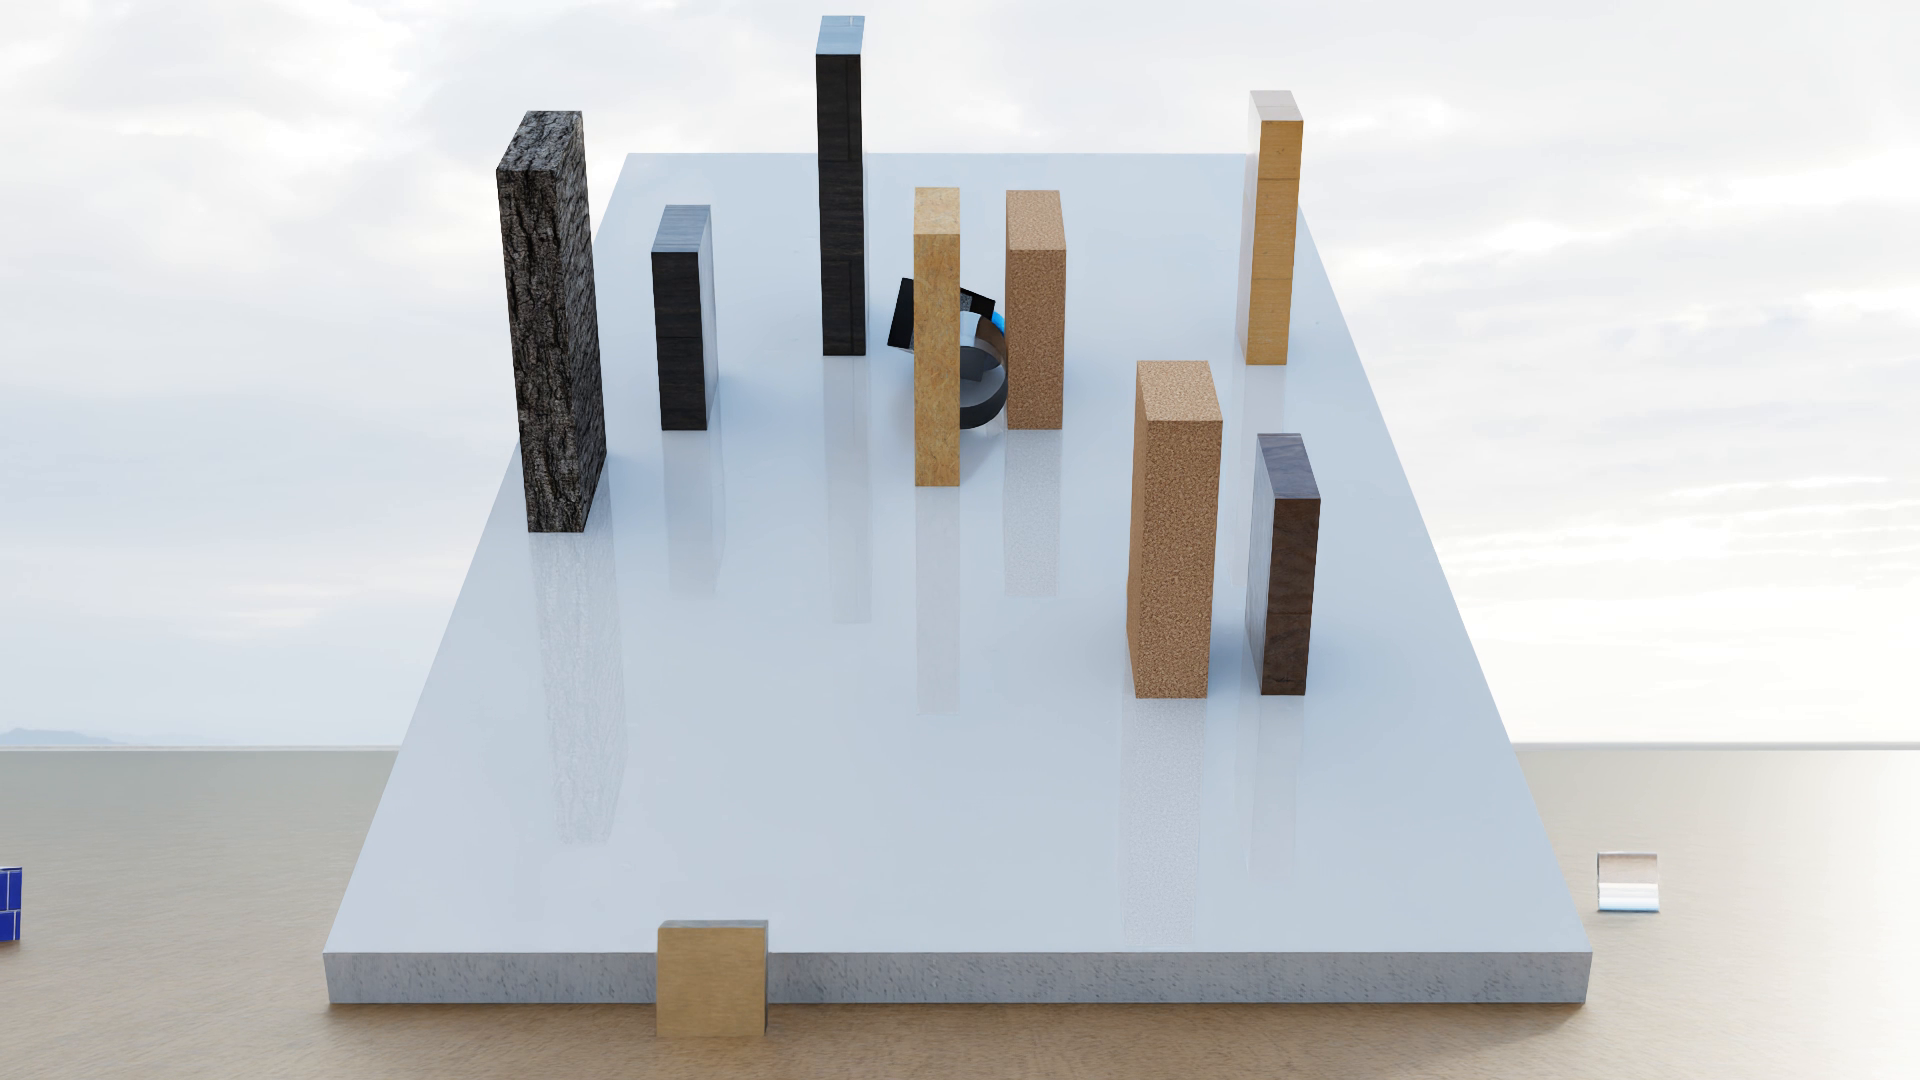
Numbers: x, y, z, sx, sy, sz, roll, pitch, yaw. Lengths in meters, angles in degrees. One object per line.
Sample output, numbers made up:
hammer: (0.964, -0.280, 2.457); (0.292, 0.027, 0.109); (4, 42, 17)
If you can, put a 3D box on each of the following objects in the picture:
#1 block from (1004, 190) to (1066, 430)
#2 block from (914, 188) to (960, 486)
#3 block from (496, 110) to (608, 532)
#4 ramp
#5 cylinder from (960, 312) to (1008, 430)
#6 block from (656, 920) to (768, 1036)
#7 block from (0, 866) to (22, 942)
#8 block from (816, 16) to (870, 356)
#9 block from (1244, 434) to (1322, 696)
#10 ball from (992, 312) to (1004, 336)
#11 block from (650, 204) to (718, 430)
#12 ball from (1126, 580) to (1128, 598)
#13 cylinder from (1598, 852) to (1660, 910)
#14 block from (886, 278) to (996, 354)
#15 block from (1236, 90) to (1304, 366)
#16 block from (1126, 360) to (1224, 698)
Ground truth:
block: (0.173, -0.544, 5.569); (0.126, 0.439, 0.405); (0, 27, 0)
block: (-0.050, -0.446, 5.221); (0.098, 0.585, 0.299); (0, 27, 0)
block: (-0.854, -0.460, 5.012); (0.116, 0.797, 0.394); (0, 27, 0)
ramp: (-0.011, -0.225, 5.539); (2.000, 0.100, 4.000); (0, 27, 0)
cylinder: (0.005, -0.396, 5.533); (0.210, 0.210, 0.210); (0, 27, 0)
block: (-0.355, 0.631, 3.431); (0.152, 0.152, 0.152); (0, -5, -3)
block: (-2.086, 0.765, 4.989); (0.151, 0.151, 0.151); (-2, -5, 26)
block: (-0.285, -0.872, 5.853); (0.106, 0.759, 0.344); (0, 27, 0)
block: (0.603, 0.044, 4.467); (0.082, 0.410, 0.279); (0, 27, 0)
ball: (0.058, -0.510, 5.850); (0.120, 0.120, 0.120); (0, -5, 0)
block: (-0.636, -0.519, 5.519); (0.105, 0.436, 0.316); (0, 27, 0)
ball: (0.382, 0.097, 4.688); (0.111, 0.111, 0.111); (0, -5, 0)
cylinder: (1.663, 0.849, 5.913); (0.143, 0.143, 0.143); (-2, -5, 17)
block: (-0.045, -0.525, 5.746); (0.168, 0.168, 0.168); (13, 0, 33)
block: (0.752, -0.760, 5.795); (0.100, 0.619, 0.243); (0, 27, 0)
block: (0.394, -0.019, 4.414); (0.132, 0.568, 0.269); (0, 27, 0)
